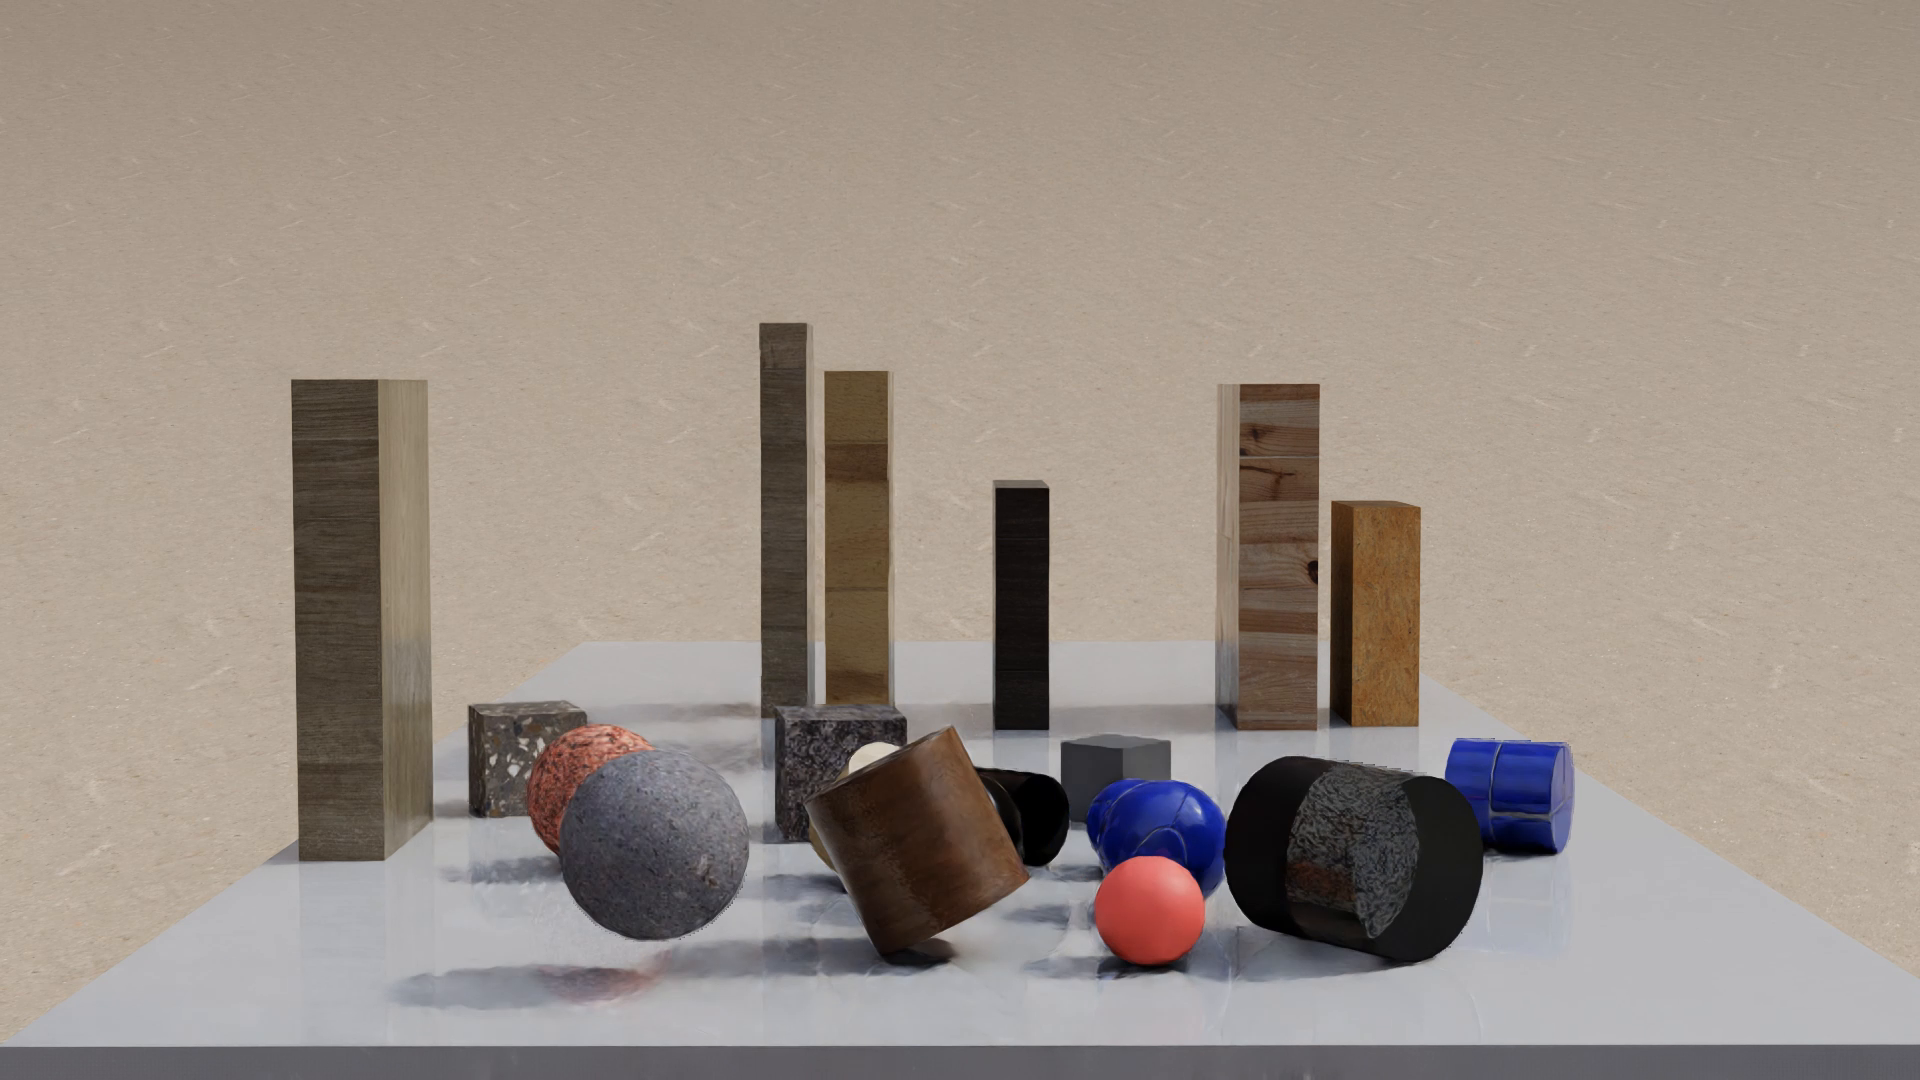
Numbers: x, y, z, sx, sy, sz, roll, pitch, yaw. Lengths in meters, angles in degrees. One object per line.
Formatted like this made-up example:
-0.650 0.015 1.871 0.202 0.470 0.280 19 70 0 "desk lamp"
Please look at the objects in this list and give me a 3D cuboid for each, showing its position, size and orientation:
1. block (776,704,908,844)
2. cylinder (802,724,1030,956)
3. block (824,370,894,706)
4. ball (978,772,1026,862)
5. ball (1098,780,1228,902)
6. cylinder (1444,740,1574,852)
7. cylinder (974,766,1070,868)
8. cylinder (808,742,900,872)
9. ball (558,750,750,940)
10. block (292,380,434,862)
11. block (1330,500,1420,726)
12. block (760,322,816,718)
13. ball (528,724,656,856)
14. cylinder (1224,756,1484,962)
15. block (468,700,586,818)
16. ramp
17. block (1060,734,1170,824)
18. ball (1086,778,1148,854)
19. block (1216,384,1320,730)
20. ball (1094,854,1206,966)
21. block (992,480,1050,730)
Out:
-0.175 0.338 3.748 0.174 0.174 0.174 -1 3 -9 "block"
-0.050 0.343 2.942 0.195 0.195 0.195 -27 -1 -1 "cylinder"
-0.175 0.040 4.544 0.107 0.674 0.412 0 3 0 "block"
-0.004 0.372 3.189 0.174 0.174 0.174 0 20 0 "ball"
0.252 0.378 3.161 0.166 0.166 0.166 0 20 0 "ball"
0.771 0.359 3.607 0.149 0.149 0.149 1 19 25 "cylinder"
0.062 0.376 3.503 0.125 0.125 0.125 2 16 44 "cylinder"
-0.113 0.355 3.346 0.129 0.129 0.129 20 40 -18 "cylinder"
-0.334 0.332 2.802 0.207 0.207 0.207 0 20 0 "ball"
-0.847 0.101 3.662 0.117 0.659 0.330 0 3 0 "block"
0.810 0.138 5.028 0.128 0.418 0.290 0 3 0 "block"
-0.343 -0.044 5.132 0.090 0.771 0.277 0 3 0 "block"
-0.485 0.345 3.462 0.195 0.195 0.195 0 20 0 "ball"
0.453 0.365 2.963 0.210 0.210 0.210 -15 11 -35 "cylinder"
-0.668 0.336 3.958 0.154 0.154 0.154 -1 4 -20 "block"
0.047 0.428 4.533 2.000 0.100 4.000 0 3 0 "ramp"
0.233 0.360 3.849 0.117 0.117 0.117 3 5 41 "block"
0.231 0.382 3.438 0.125 0.125 0.125 0 20 0 "ball"
0.598 0.021 5.027 0.149 0.652 0.419 0 3 0 "block"
0.213 0.416 2.879 0.124 0.124 0.124 0 20 0 "ball"
0.117 0.118 5.042 0.101 0.457 0.421 0 3 0 "block"
